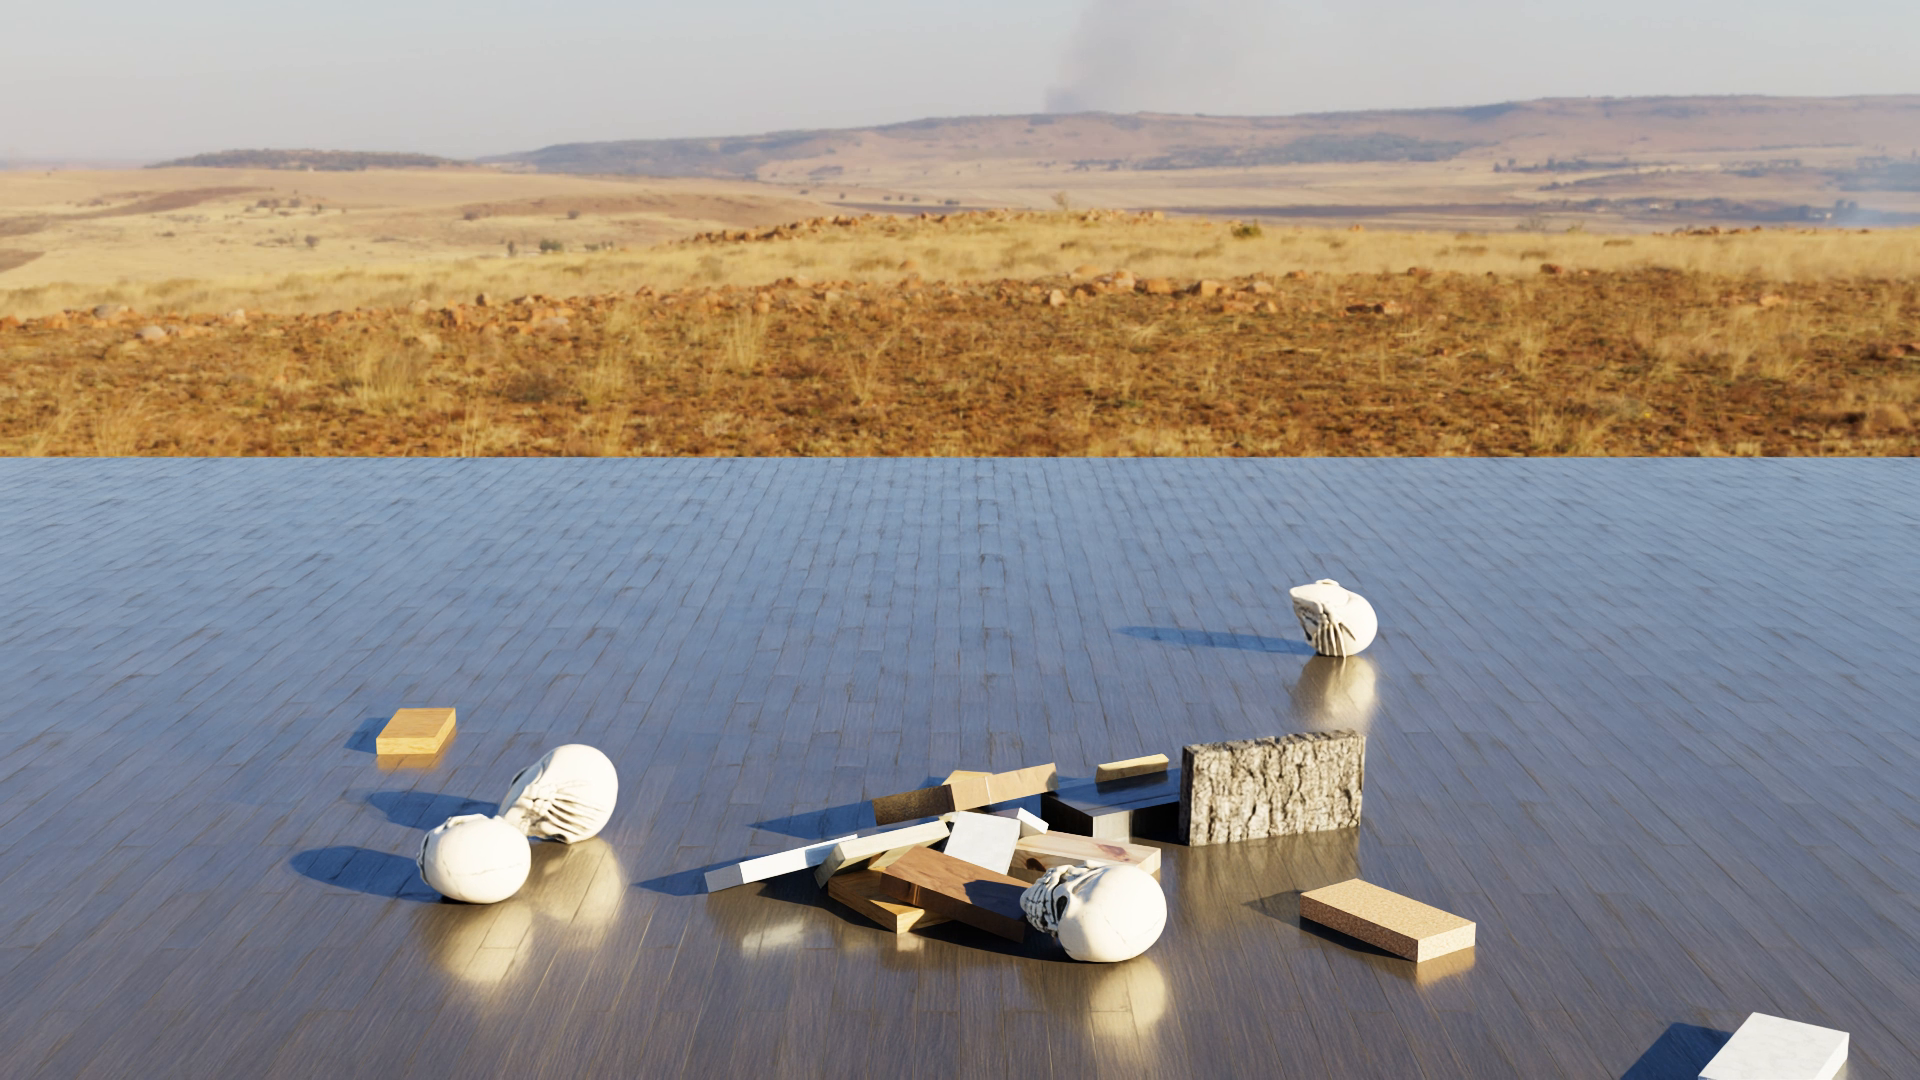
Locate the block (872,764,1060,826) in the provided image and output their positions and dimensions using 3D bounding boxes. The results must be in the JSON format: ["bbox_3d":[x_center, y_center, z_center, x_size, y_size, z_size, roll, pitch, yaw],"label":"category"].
[{"bbox_3d":[0.014,0.459,3.975,0.172,0.049,0.345,-15,-7,33],"label":"block"}]

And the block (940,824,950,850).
[{"bbox_3d":[-0.003,0.534,3.814,0.054,0.015,0.109,-4,34,-22],"label":"block"}]

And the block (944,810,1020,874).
[{"bbox_3d":[0.030,0.535,3.706,0.107,0.030,0.214,8,27,9],"label":"block"}]

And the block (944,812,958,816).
[{"bbox_3d":[-0.008,0.522,3.984,0.066,0.019,0.131,3,11,15],"label":"block"}]

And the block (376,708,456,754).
[{"bbox_3d":[-1.137,0.399,4.606,0.118,0.033,0.236,-1,11,-3],"label":"block"}]

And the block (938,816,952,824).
[{"bbox_3d":[0.009,0.527,3.886,0.066,0.019,0.131,-3,23,-14],"label":"block"}]

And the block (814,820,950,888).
[{"bbox_3d":[-0.131,0.531,3.719,0.214,0.030,0.107,-7,-31,-36],"label":"block"}]

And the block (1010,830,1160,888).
[{"bbox_3d":[0.214,0.548,3.802,0.236,0.033,0.118,6,12,27],"label":"block"}]

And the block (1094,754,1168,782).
[{"bbox_3d":[0.323,0.455,4.185,0.149,0.075,0.021,-6,31,-31],"label":"block"}]

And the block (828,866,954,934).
[{"bbox_3d":[-0.115,0.587,3.600,0.107,0.030,0.214,-7,13,-33],"label":"block"}]

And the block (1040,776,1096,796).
[{"bbox_3d":[0.237,0.479,4.207,0.149,0.021,0.075,-6,12,-31],"label":"block"}]

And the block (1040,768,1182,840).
[{"bbox_3d":[0.395,0.483,4.114,0.469,0.049,0.172,-6,12,-30],"label":"block"}]

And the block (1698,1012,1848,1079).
[{"bbox_3d":[1.091,0.706,2.947,0.128,0.036,0.256,7,13,34],"label":"block"}]

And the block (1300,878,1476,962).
[{"bbox_3d":[0.678,0.603,3.499,0.128,0.036,0.256,-7,13,-35],"label":"block"}]

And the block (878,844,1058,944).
[{"bbox_3d":[0.013,0.568,3.540,0.256,0.036,0.128,16,20,22],"label":"block"}]

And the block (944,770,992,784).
[{"bbox_3d":[0.008,0.476,4.224,0.075,0.021,0.149,3,11,14],"label":"block"}]

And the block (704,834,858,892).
[{"bbox_3d":[-0.298,0.545,3.702,0.236,0.033,0.118,-8,-10,-38],"label":"block"}]

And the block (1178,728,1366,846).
[{"bbox_3d":[0.564,0.445,3.970,0.345,0.172,0.049,-4,15,-20],"label":"block"}]

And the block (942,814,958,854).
[{"bbox_3d":[0.004,0.513,3.803,0.054,0.015,0.109,7,24,8],"label":"block"}]

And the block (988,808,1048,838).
[{"bbox_3d":[0.088,0.498,3.849,0.066,0.019,0.131,33,-29,-26],"label":"block"}]
